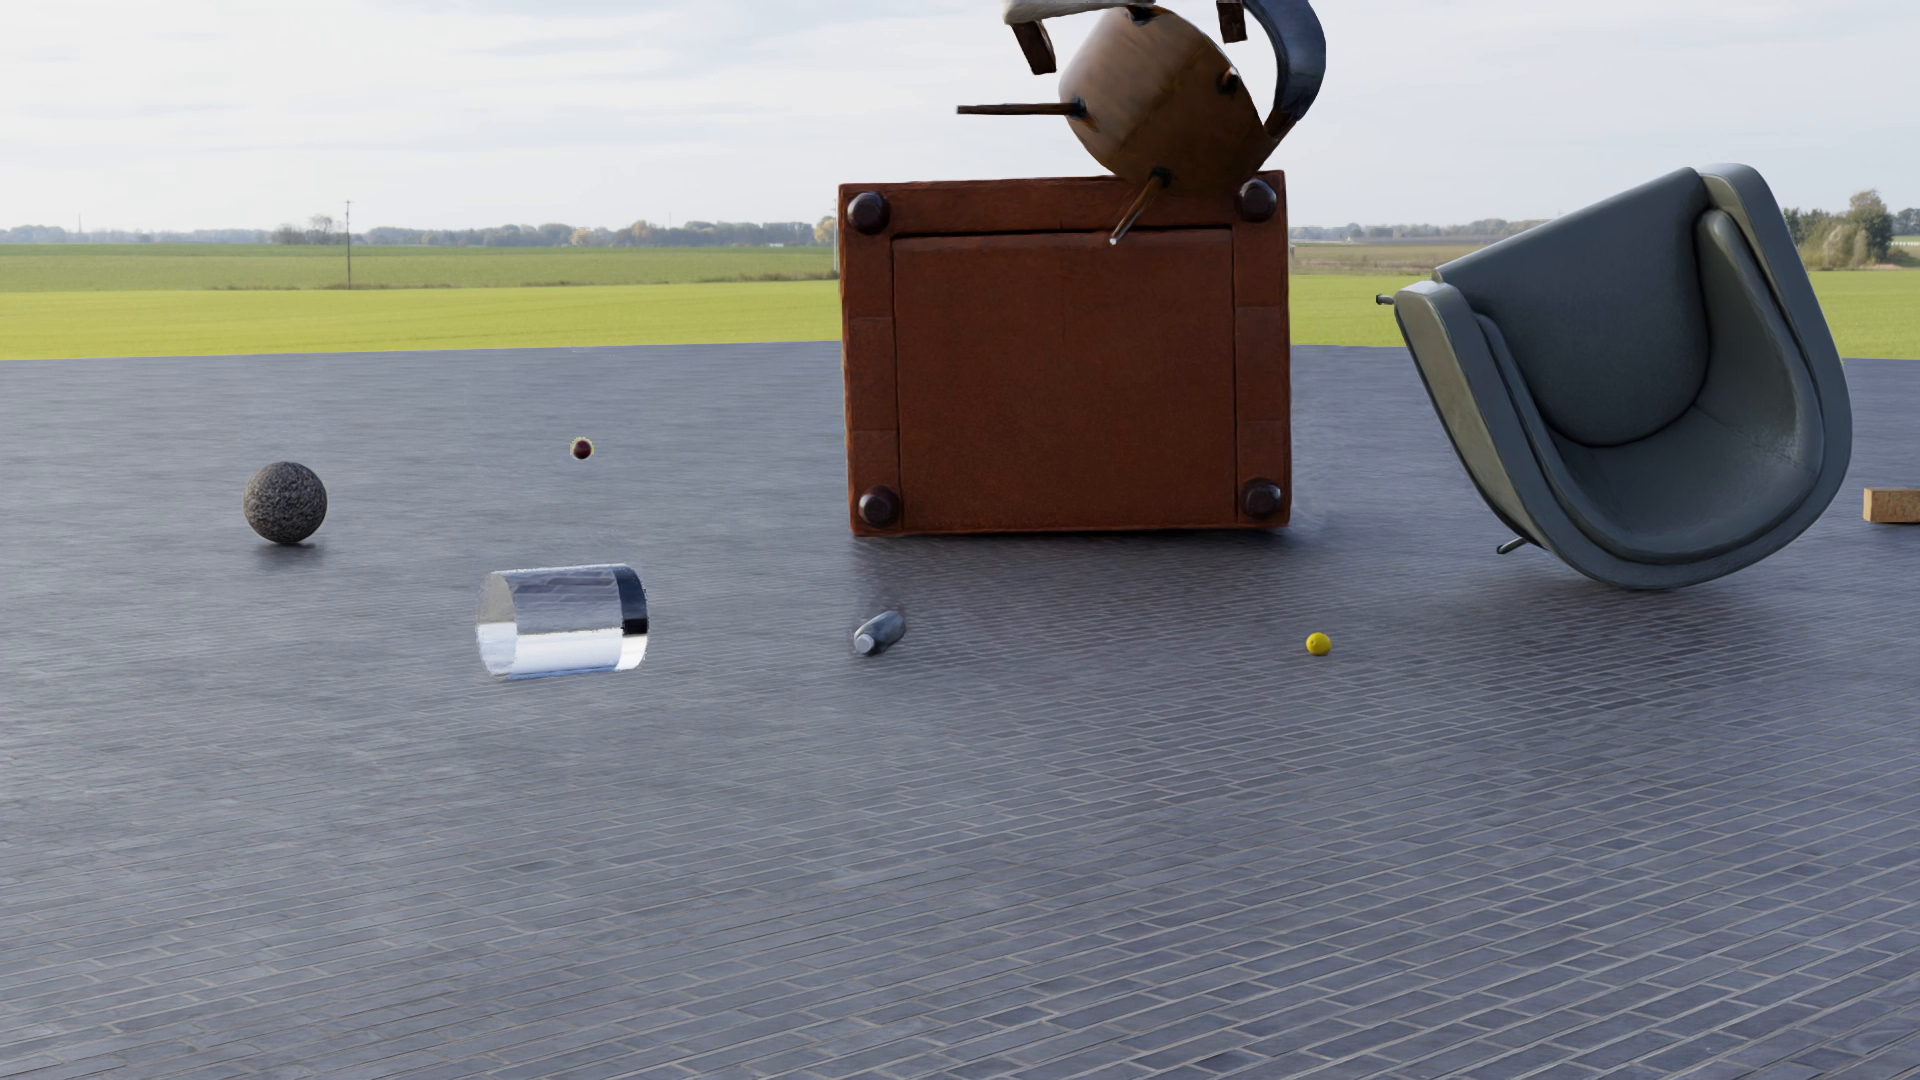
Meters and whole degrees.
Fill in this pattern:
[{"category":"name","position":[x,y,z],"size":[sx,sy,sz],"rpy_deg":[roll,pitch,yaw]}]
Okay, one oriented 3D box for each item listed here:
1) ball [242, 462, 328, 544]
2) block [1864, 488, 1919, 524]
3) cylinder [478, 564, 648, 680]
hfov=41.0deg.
[{"category":"ball","position":[-1.664,-0.093,6.326],"size":[0.202,0.202,0.202],"rpy_deg":[0,6,0]},{"category":"block","position":[2.507,-0.093,6.887],"size":[0.134,0.088,0.093],"rpy_deg":[1,6,9]},{"category":"cylinder","position":[-0.658,0.134,4.243],"size":[0.230,0.178,0.169],"rpy_deg":[-4,3,-32]}]
